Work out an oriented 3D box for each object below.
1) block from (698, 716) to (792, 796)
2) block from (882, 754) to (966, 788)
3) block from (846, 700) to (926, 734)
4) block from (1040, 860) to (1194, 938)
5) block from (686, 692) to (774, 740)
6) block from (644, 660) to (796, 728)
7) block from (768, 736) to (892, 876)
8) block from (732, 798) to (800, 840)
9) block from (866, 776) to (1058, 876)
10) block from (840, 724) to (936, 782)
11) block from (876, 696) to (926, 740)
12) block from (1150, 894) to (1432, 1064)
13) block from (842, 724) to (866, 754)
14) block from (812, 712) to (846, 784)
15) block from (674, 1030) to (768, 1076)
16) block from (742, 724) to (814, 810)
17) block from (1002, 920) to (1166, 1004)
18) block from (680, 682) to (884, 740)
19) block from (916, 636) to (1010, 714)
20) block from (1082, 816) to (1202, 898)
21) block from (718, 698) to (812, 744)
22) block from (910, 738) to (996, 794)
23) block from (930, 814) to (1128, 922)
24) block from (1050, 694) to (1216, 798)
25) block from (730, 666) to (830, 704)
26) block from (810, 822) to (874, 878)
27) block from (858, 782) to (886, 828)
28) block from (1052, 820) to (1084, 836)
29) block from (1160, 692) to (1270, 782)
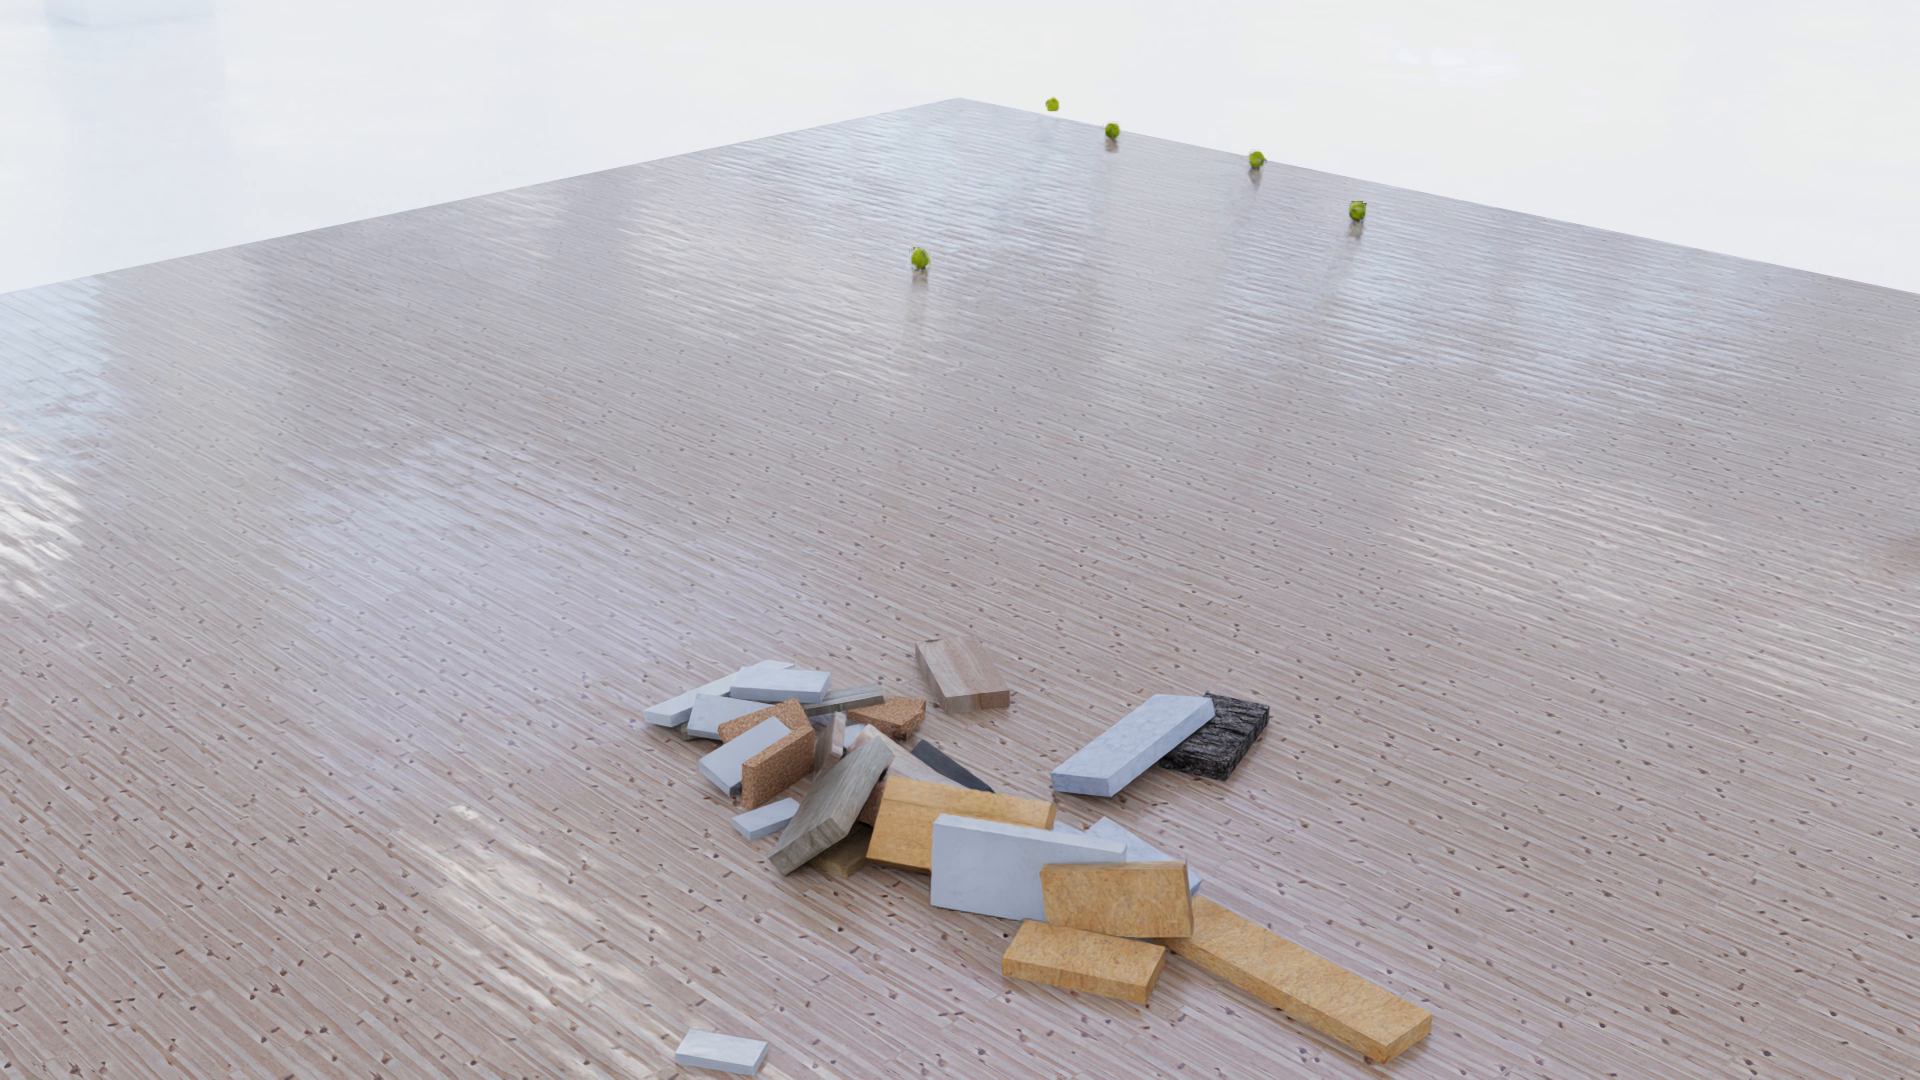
[{"bbox_3d":[-0.434,0.450,4.590,0.202,0.029,0.101,-30,52,-34],"label":"block"},{"bbox_3d":[-0.052,0.528,4.344,0.247,0.035,0.124,23,73,31],"label":"block"},{"bbox_3d":[-0.162,0.380,4.774,0.157,0.022,0.079,11,27,38],"label":"block"},{"bbox_3d":[0.285,0.653,3.989,0.265,0.132,0.037,-4,14,17],"label":"block"},{"bbox_3d":[-0.486,0.388,4.733,0.184,0.026,0.092,9,54,5],"label":"block"},{"bbox_3d":[-0.532,0.339,4.895,0.092,0.026,0.367,6,20,43],"label":"block"},{"bbox_3d":[-0.253,0.521,4.345,0.168,0.048,0.337,-35,10,25],"label":"block"},{"bbox_3d":[-0.380,0.560,4.417,0.140,0.020,0.070,-16,28,-34],"label":"block"},{"bbox_3d":[0.003,0.564,4.224,0.337,0.048,0.168,7,67,21],"label":"block"},{"bbox_3d":[-0.151,0.479,4.497,0.124,0.035,0.248,-50,40,-9],"label":"block"},{"bbox_3d":[-0.134,0.389,4.814,0.079,0.022,0.157,6,24,13],"label":"block"},{"bbox_3d":[0.578,0.771,3.896,0.132,0.037,0.525,-20,30,-39],"label":"block"},{"bbox_3d":[-0.212,0.442,4.691,0.079,0.022,0.157,-11,25,-24],"label":"block"},{"bbox_3d":[-0.274,0.439,4.612,0.025,0.088,0.176,27,20,-11],"label":"block"},{"bbox_3d":[-0.402,0.863,3.702,0.140,0.020,0.070,6,24,14],"label":"block"},{"bbox_3d":[-0.373,0.468,4.527,0.029,0.101,0.202,17,28,30],"label":"block"},{"bbox_3d":[0.222,0.754,3.936,0.265,0.037,0.132,8,24,18],"label":"block"},{"bbox_3d":[-0.389,0.373,4.797,0.444,0.020,0.070,-10,22,-9],"label":"block"},{"bbox_3d":[0.003,0.303,4.993,0.146,0.041,0.292,-6,24,-13],"label":"block"},{"bbox_3d":[0.331,0.616,4.149,0.228,0.032,0.114,31,36,24],"label":"block"},{"bbox_3d":[-0.413,0.408,4.685,0.184,0.026,0.092,-18,63,-25],"label":"block"},{"bbox_3d":[-0.040,0.505,4.439,0.124,0.035,0.248,-48,39,-10],"label":"block"},{"bbox_3d":[0.126,0.620,4.078,0.359,0.168,0.048,7,18,16],"label":"block"},{"bbox_3d":[0.367,0.428,4.626,0.146,0.041,0.397,1,22,41],"label":"block"},{"bbox_3d":[-0.395,0.320,4.844,0.203,0.029,0.101,3,23,9],"label":"block"},{"bbox_3d":[-0.203,0.602,4.311,0.088,0.025,0.176,15,27,31],"label":"block"},{"bbox_3d":[-0.107,0.542,4.321,0.176,0.025,0.088,16,70,29],"label":"block"},{"bbox_3d":[0.178,0.590,4.247,0.228,0.032,0.114,19,30,38],"label":"block"},{"bbox_3d":[0.548,0.420,4.718,0.146,0.041,0.292,10,25,23],"label":"block"}]
